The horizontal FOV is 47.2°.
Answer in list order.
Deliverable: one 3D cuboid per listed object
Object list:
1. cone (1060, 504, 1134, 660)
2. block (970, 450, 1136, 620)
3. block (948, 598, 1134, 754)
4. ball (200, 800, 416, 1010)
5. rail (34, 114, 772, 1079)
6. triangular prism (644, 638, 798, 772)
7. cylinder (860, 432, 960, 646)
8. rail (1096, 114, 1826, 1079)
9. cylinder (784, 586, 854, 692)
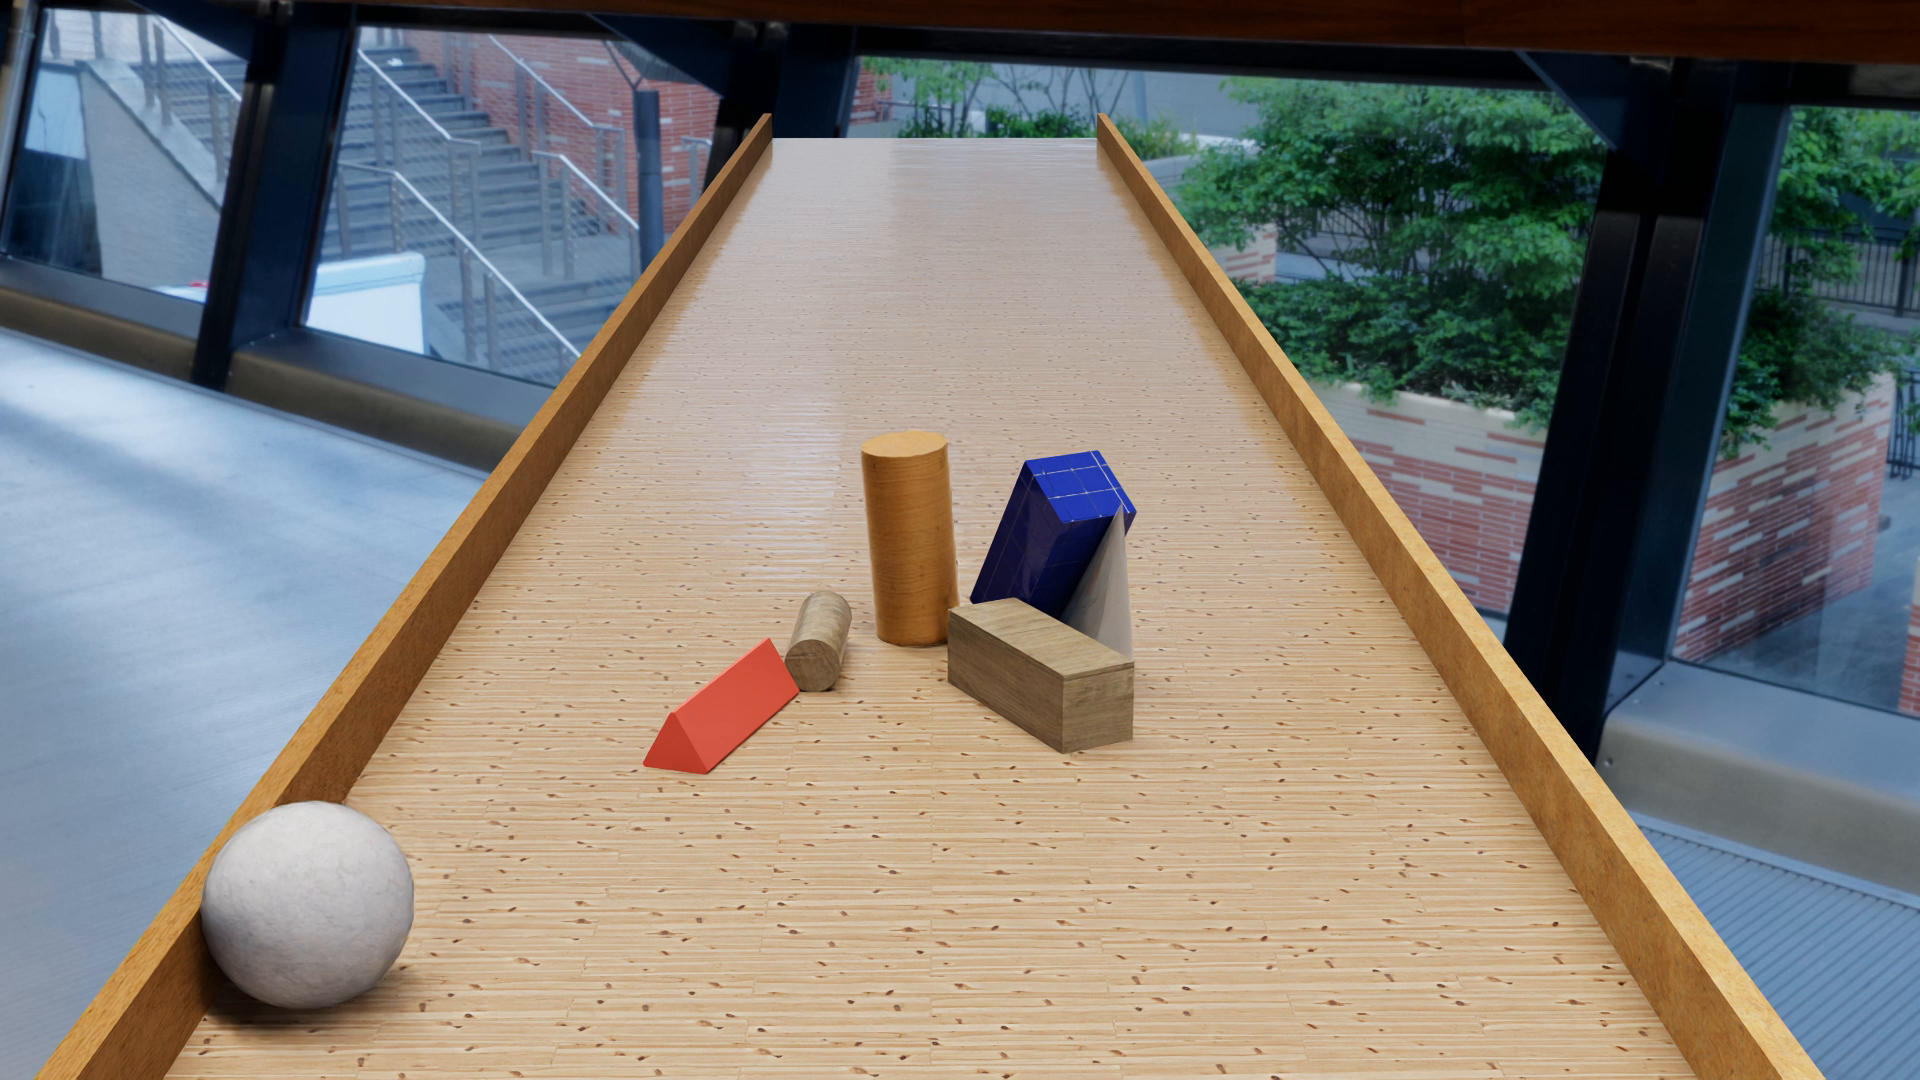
[{"bbox_3d":[0.283,0.076,4.262,0.179,0.365,0.179,6,34,-4],"label":"cone"},{"bbox_3d":[0.179,0.033,4.358,0.167,0.406,0.167,-9,51,-28],"label":"block"},{"bbox_3d":[0.145,0.248,4.128,0.150,0.150,0.428,-9,19,-28],"label":"block"},{"bbox_3d":[-0.899,0.503,3.036,0.284,0.284,0.284,0,17,0],"label":"ball"},{"bbox_3d":[-1.118,-0.838,7.780,0.050,0.150,12.000,0,17,-1],"label":"rail"},{"bbox_3d":[-0.435,0.294,4.040,0.123,0.107,0.421,5,17,18],"label":"triangular prism"},{"bbox_3d":[-0.099,-0.003,4.502,0.176,0.405,0.176,-4,19,1],"label":"cylinder"},{"bbox_3d":[0.932,-0.844,7.801,0.050,0.150,12.000,0,17,-1],"label":"rail"},{"bbox_3d":[-0.280,0.199,4.370,0.108,0.108,0.303,1,22,3],"label":"cylinder"}]
